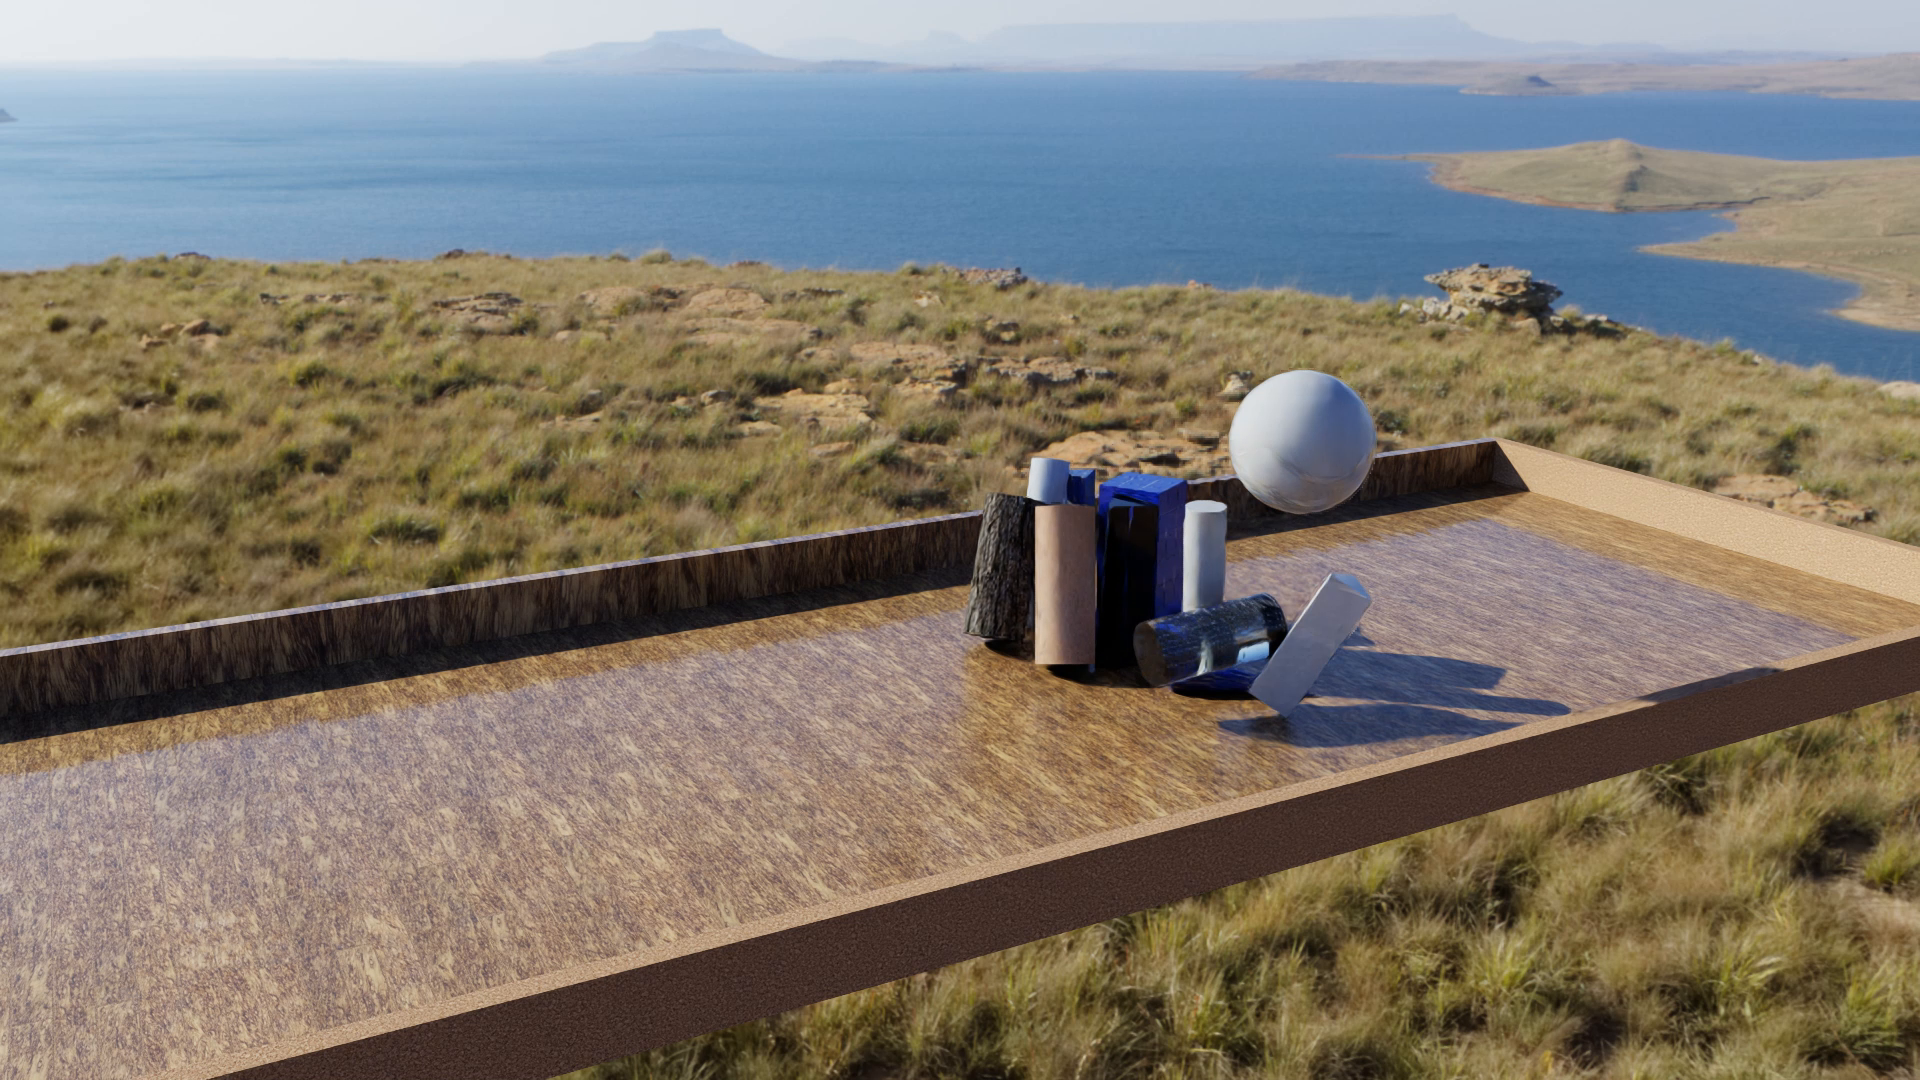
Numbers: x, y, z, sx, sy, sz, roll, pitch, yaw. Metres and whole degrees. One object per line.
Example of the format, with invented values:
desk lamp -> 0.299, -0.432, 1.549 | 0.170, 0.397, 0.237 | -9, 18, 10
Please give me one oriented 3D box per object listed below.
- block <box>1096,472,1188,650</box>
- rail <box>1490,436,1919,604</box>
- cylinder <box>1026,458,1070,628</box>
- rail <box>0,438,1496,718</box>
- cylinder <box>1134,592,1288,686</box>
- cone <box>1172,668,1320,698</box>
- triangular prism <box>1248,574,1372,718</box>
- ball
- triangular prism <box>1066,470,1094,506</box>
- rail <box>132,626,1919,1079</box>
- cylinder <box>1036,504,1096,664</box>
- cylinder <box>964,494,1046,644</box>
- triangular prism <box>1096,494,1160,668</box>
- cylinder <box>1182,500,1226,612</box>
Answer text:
block -> 0.474, 0.067, 4.325 | 0.169, 0.450, 0.169 | 10, 19, 30
rail -> 2.466, -0.048, 5.253 | 0.050, 0.150, 2.100 | -9, 18, -27
cylinder -> 0.219, 0.010, 4.493 | 0.106, 0.459, 0.106 | 7, -3, 0
rail -> -3.305, 0.497, 3.399 | 12.000, 0.150, 0.050 | -9, 18, -27
cylinder -> 0.592, 0.235, 3.902 | 0.327, 0.156, 0.156 | -12, 20, -19
cone -> 0.708, 0.353, 4.061 | 0.359, 0.103, 0.103 | 10, 18, 6
triangular prism -> 0.831, 0.239, 3.902 | 0.113, 0.353, 0.098 | 34, 21, 7
ball -> 0.784, -0.224, 3.782 | 0.329, 0.329, 0.329 | 0, 16, 0
triangular prism -> 0.332, 0.006, 4.615 | 0.108, 0.401, 0.125 | -11, 18, -41
rail -> -2.336, 1.006, 1.665 | 12.000, 0.150, 0.050 | -9, 18, -27
cylinder -> 0.269, 0.116, 4.202 | 0.154, 0.399, 0.154 | 0, -3, 0
cylinder -> 0.119, 0.076, 4.375 | 0.161, 0.373, 0.161 | 10, -6, 1
triangular prism -> 0.407, 0.103, 4.224 | 0.135, 0.431, 0.117 | -2, 18, -16
cylinder -> 0.605, 0.131, 4.105 | 0.103, 0.449, 0.103 | -1, 18, 0
